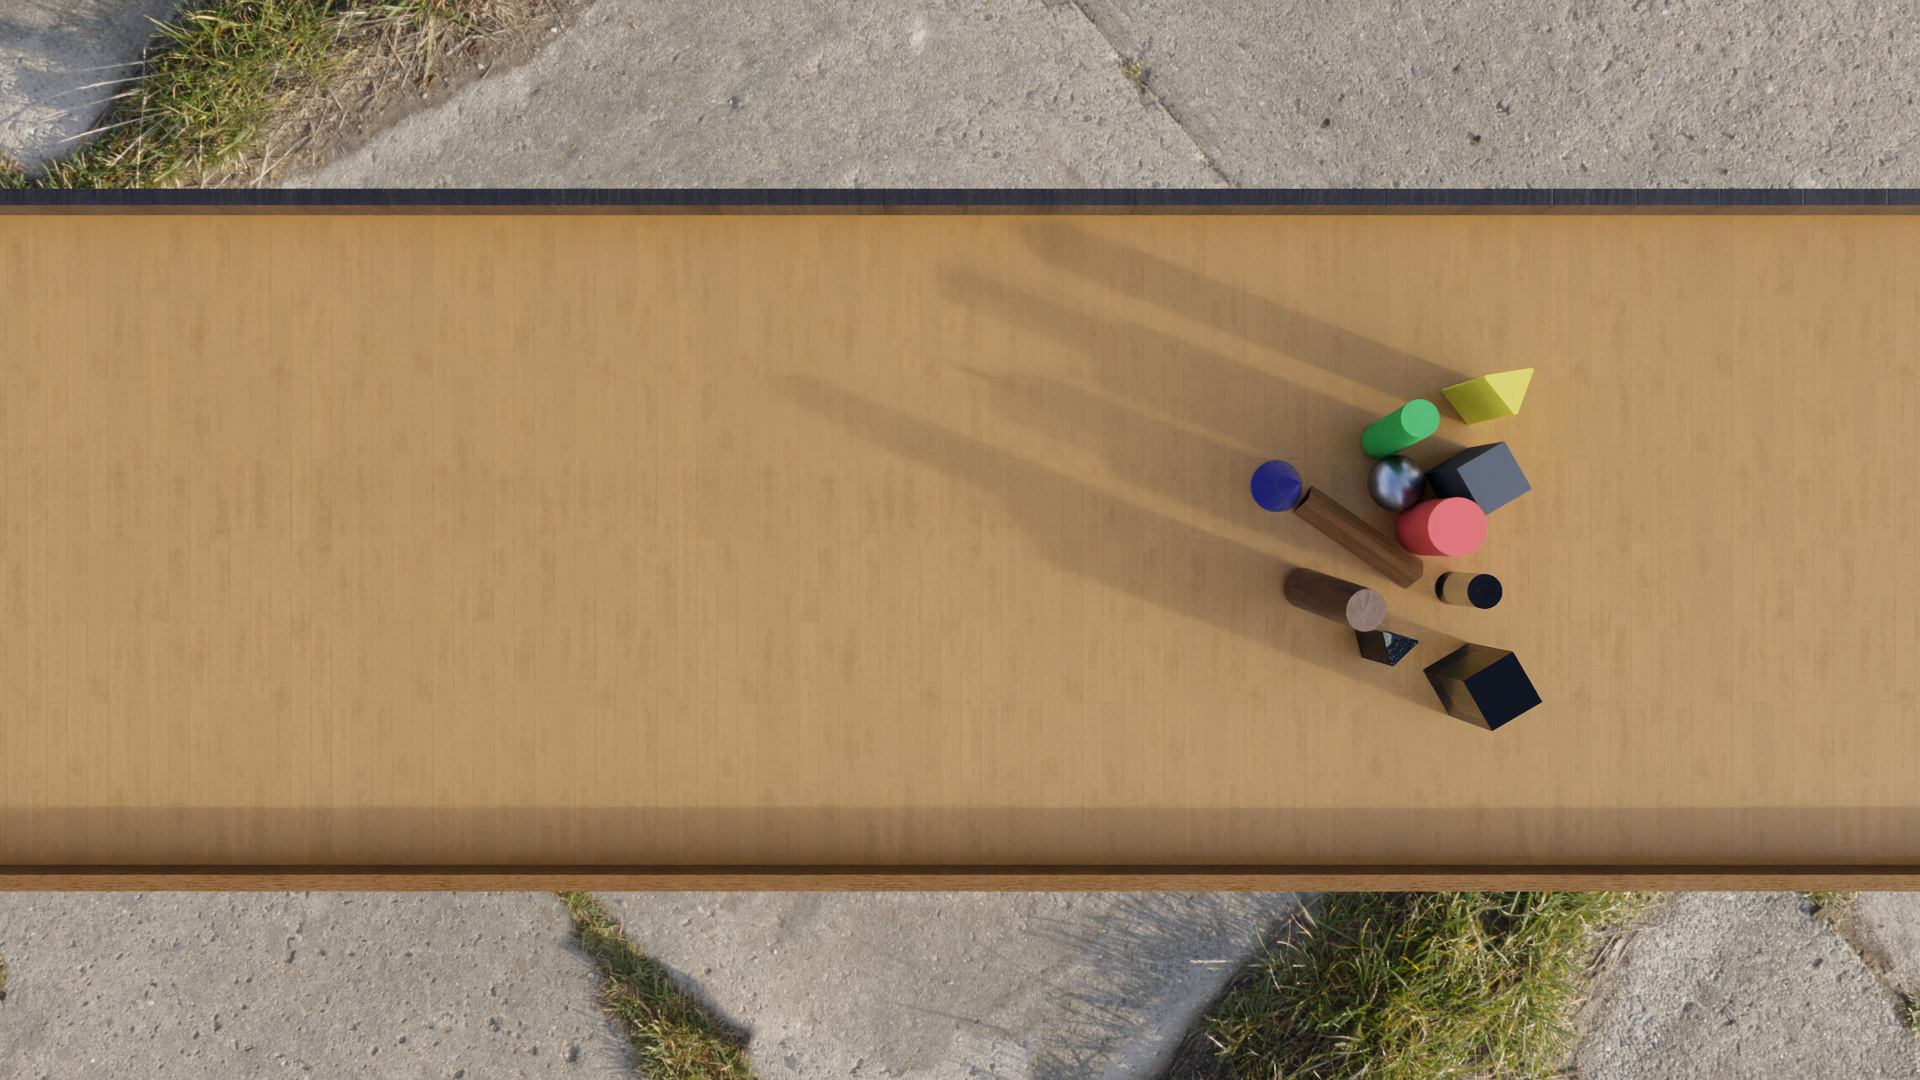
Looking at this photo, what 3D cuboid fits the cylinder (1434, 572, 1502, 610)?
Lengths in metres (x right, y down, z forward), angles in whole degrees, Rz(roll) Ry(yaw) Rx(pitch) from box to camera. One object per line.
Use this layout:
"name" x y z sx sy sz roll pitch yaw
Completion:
"cylinder" 1.512 0.148 4.914 0.102 0.325 0.102 0 90 0

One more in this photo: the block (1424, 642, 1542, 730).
"block" 1.537 0.429 4.873 0.165 0.406 0.165 -30 90 0

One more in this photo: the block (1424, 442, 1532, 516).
"block" 1.536 -0.176 4.908 0.159 0.338 0.159 -30 90 0

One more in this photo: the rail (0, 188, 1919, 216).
"rail" -2.247 -1.025 5.002 12.000 0.150 0.050 0 90 0

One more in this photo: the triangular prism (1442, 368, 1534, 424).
"triangular prism" 1.572 -0.445 4.866 0.120 0.422 0.138 -39 90 0

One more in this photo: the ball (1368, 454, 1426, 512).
"ball" 1.321 -0.172 4.991 0.171 0.171 0.171 0 90 0

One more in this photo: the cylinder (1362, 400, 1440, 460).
"cylinder" 1.294 -0.323 4.861 0.111 0.422 0.111 0 85 -1

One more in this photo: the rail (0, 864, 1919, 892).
"rail" -2.247 1.025 5.001 12.000 0.150 0.050 0 90 0

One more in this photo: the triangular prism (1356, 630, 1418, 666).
"triangular prism" 1.245 0.294 4.902 0.105 0.349 0.091 -43 90 0

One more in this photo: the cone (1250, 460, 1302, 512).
"cone" 0.974 -0.166 4.902 0.160 0.348 0.160 0 90 0

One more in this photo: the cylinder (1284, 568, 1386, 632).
"cylinder" 1.100 0.172 4.863 0.124 0.410 0.124 -2 98 -14

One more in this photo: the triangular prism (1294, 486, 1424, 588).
"triangular prism" 1.226 -0.008 5.031 0.416 0.087 0.101 34 90 0

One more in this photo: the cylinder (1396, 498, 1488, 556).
"cylinder" 1.425 -0.037 4.901 0.171 0.352 0.171 0 90 0
